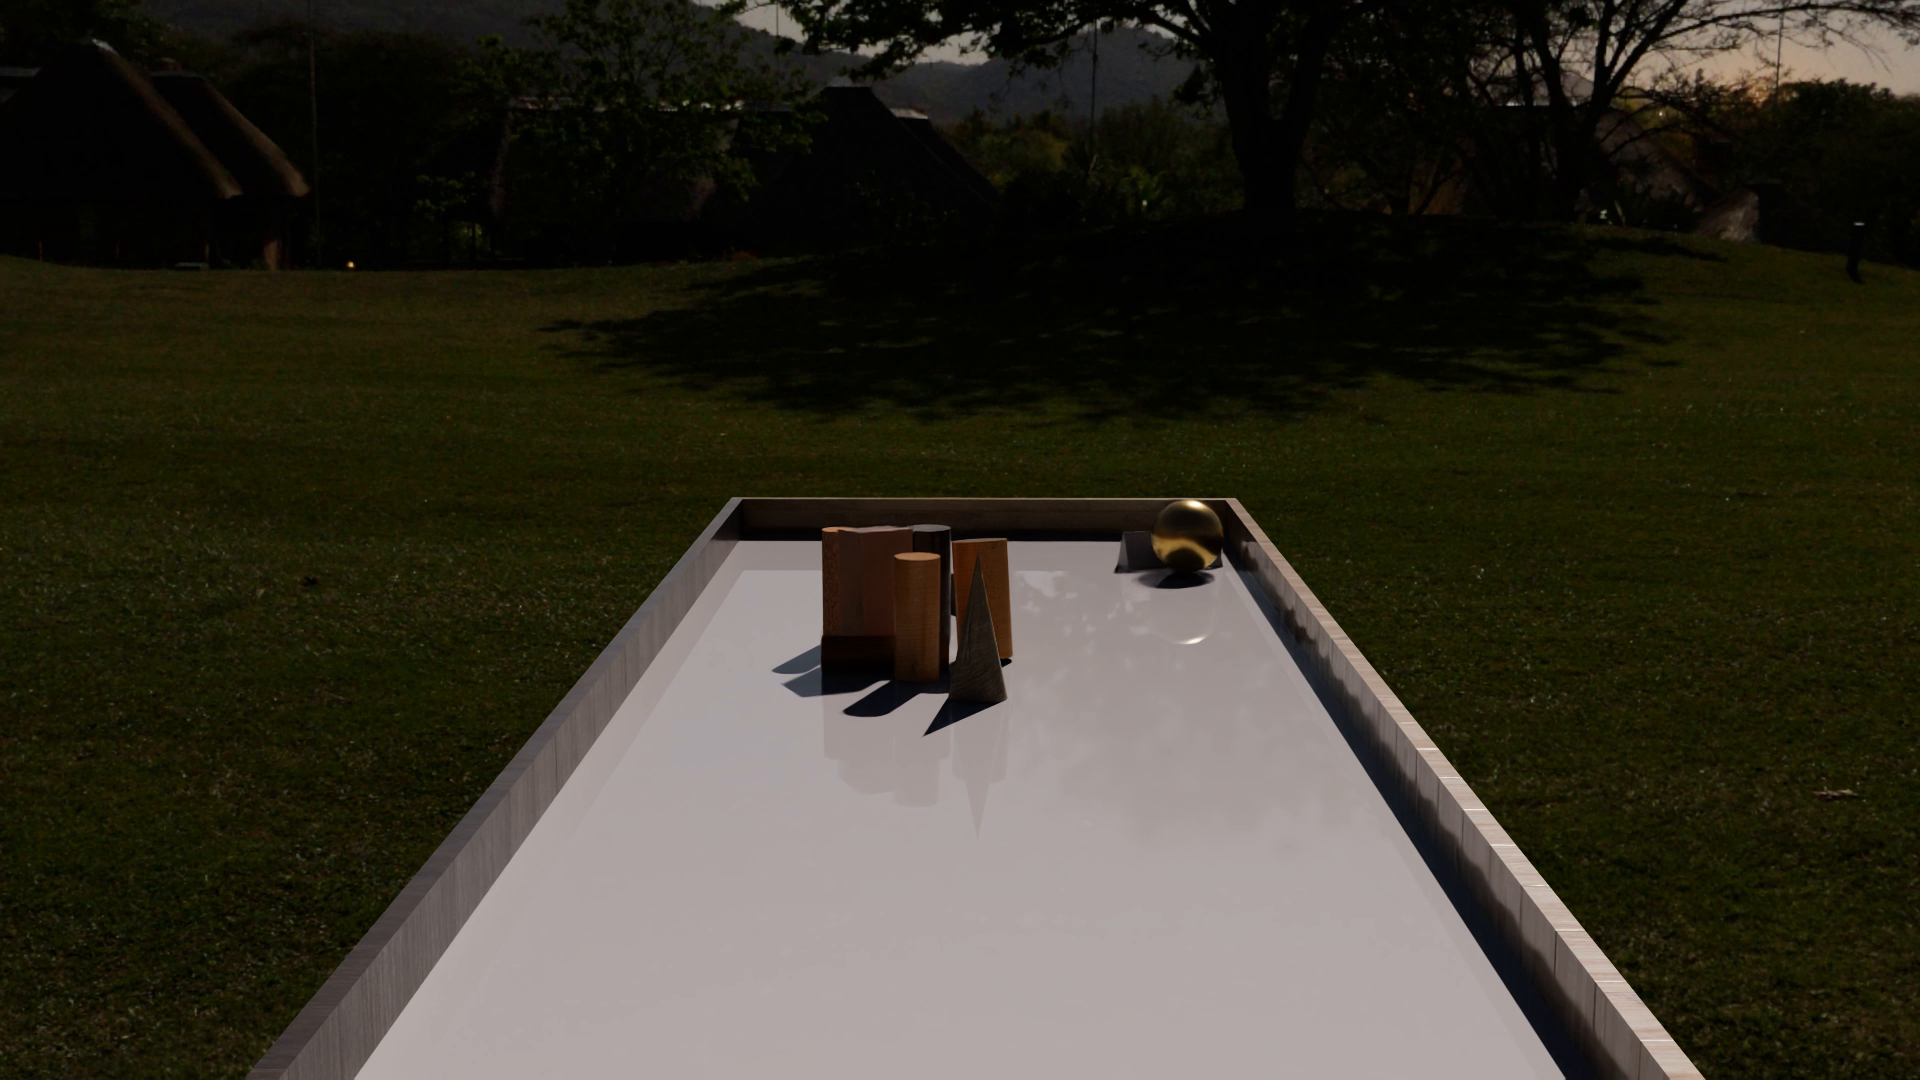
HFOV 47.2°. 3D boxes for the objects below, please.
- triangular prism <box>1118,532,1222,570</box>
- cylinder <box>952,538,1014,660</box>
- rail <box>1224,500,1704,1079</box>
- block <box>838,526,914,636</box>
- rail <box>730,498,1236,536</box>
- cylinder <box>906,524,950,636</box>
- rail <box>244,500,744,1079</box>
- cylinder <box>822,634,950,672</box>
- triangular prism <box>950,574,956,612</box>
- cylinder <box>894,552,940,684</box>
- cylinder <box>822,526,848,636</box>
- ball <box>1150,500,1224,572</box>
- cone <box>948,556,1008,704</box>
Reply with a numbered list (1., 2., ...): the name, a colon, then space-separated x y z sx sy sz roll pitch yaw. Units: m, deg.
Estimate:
1. triangular prism: 0.802 0.028 8.391 0.370 0.131 0.151 -2 9 -11
2. cylinder: 0.069 0.179 6.684 0.169 0.358 0.169 -3 3 0
3. rail: 1.046 0.843 3.208 0.050 0.150 12.000 0 9 1
4. block: -0.252 0.162 6.699 0.173 0.392 0.173 -4 6 -26
5. rail: 0.099 -0.098 9.147 2.100 0.150 0.050 0 9 1
6. cylinder: -0.102 0.143 6.934 0.146 0.367 0.146 0 9 0
7. rail: -1.004 0.839 3.234 0.050 0.150 12.000 0 9 1
8. cylinder: -0.222 0.337 6.544 0.378 0.106 0.106 1 9 -2
9. triangular prism: 0.016 0.180 7.514 0.124 0.107 0.341 -5 10 -30
10. cylinder: -0.125 0.227 6.408 0.134 0.364 0.134 0 9 0
11. cylinder: -0.377 0.147 6.921 0.113 0.364 0.113 0 9 0
12. ball: 0.849 -0.014 8.228 0.273 0.273 0.273 0 9 0
13. cone: 0.050 0.238 6.171 0.169 0.418 0.169 0 9 0
